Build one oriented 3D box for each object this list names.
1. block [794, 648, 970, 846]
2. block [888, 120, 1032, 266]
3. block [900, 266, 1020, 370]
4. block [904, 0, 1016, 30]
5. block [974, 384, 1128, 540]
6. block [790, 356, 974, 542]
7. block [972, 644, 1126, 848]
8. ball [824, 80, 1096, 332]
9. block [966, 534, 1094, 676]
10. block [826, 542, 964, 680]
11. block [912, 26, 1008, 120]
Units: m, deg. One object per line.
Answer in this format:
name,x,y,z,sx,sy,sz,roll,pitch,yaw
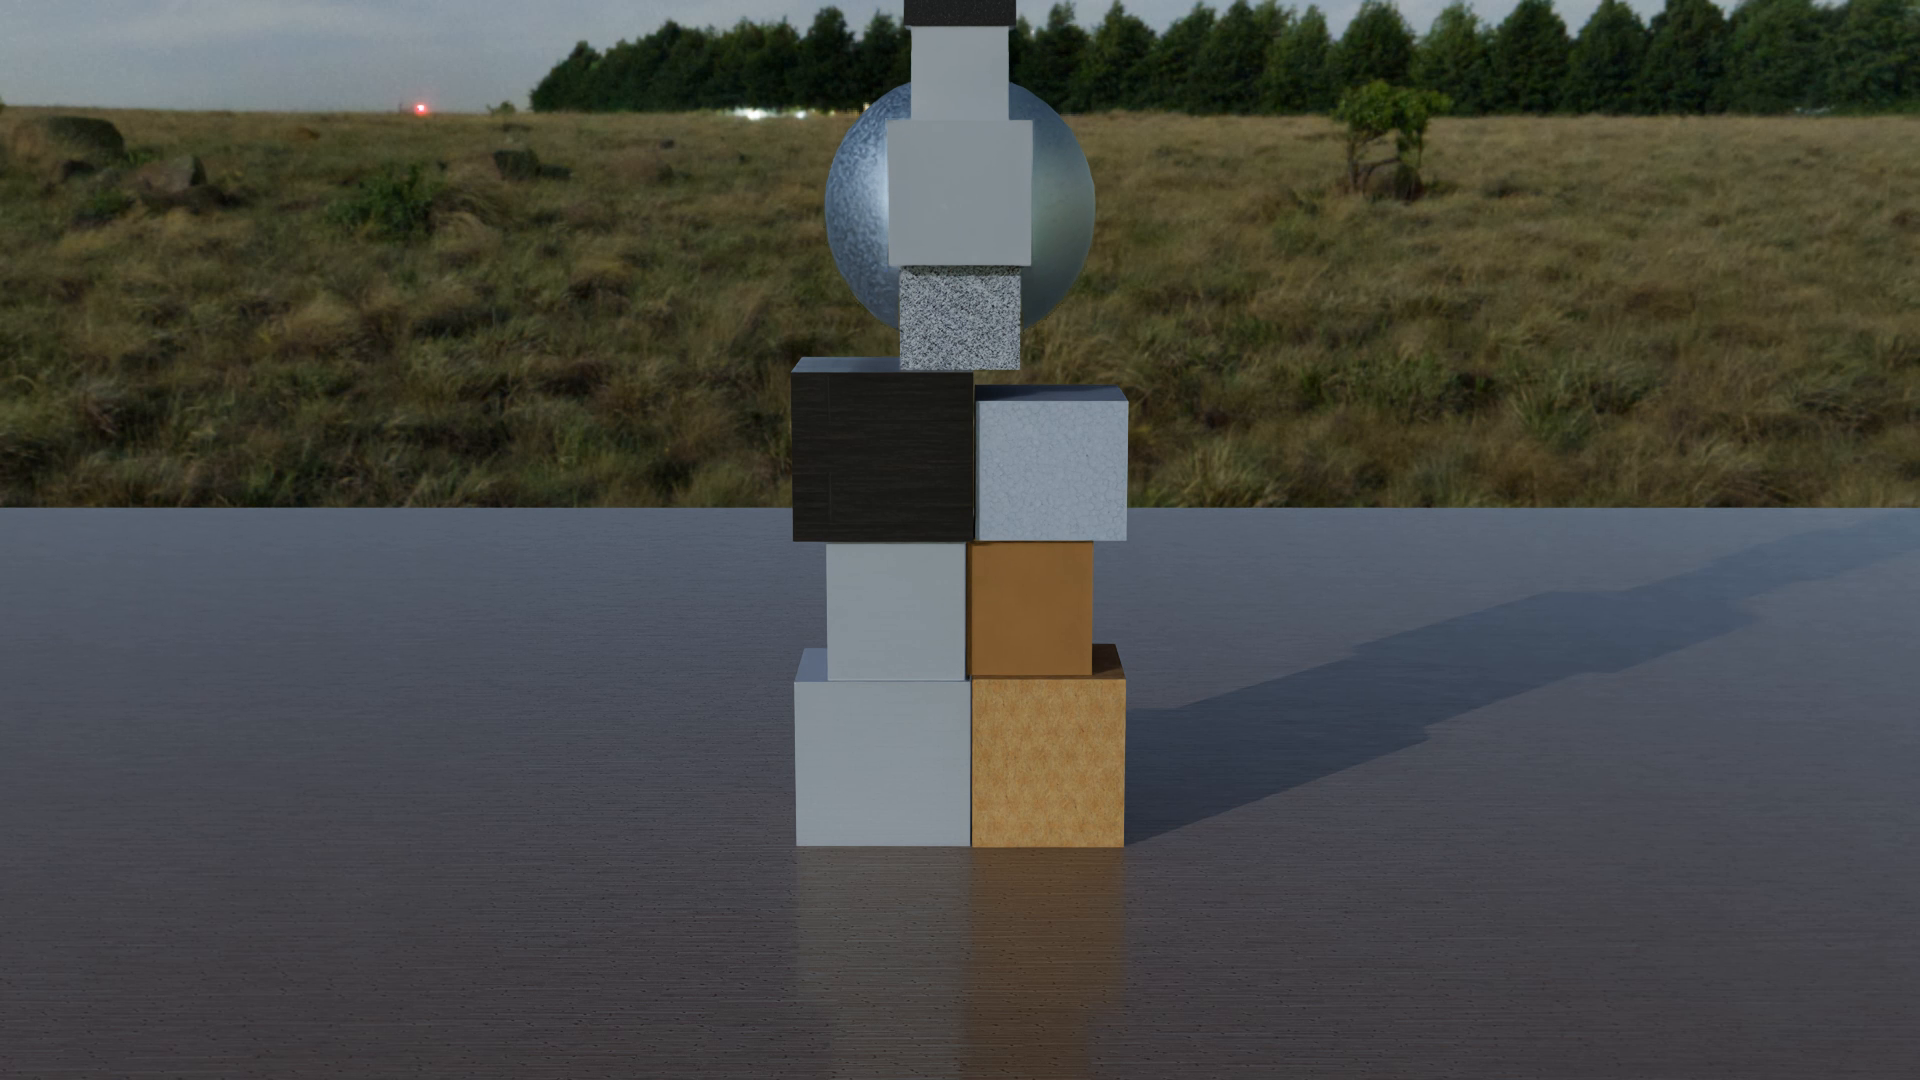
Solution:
block,-0.386,1.058,11.369,0.875,0.851,0.739,0,10,0
block,0.000,-1.725,10.879,0.685,0.682,0.826,0,10,0
block,0.000,-1.137,10.993,0.588,0.515,0.565,0,10,0
block,0.000,-2.739,10.663,0.535,0.500,0.485,0,10,0
block,0.447,-0.401,11.112,0.744,0.689,0.728,0,10,0
block,-0.377,-0.471,11.091,0.884,0.832,0.778,0,10,0
block,0.443,1.048,11.375,0.763,0.868,0.789,0,10,0
ball,0.000,-1.937,12.936,1.600,1.600,1.600,0,10,0
block,0.346,0.277,11.250,0.627,0.695,0.639,0,10,0
block,-0.319,0.292,11.214,0.682,0.712,0.644,0,10,0
block,0.000,-2.280,10.780,0.465,0.444,0.525,0,10,0
